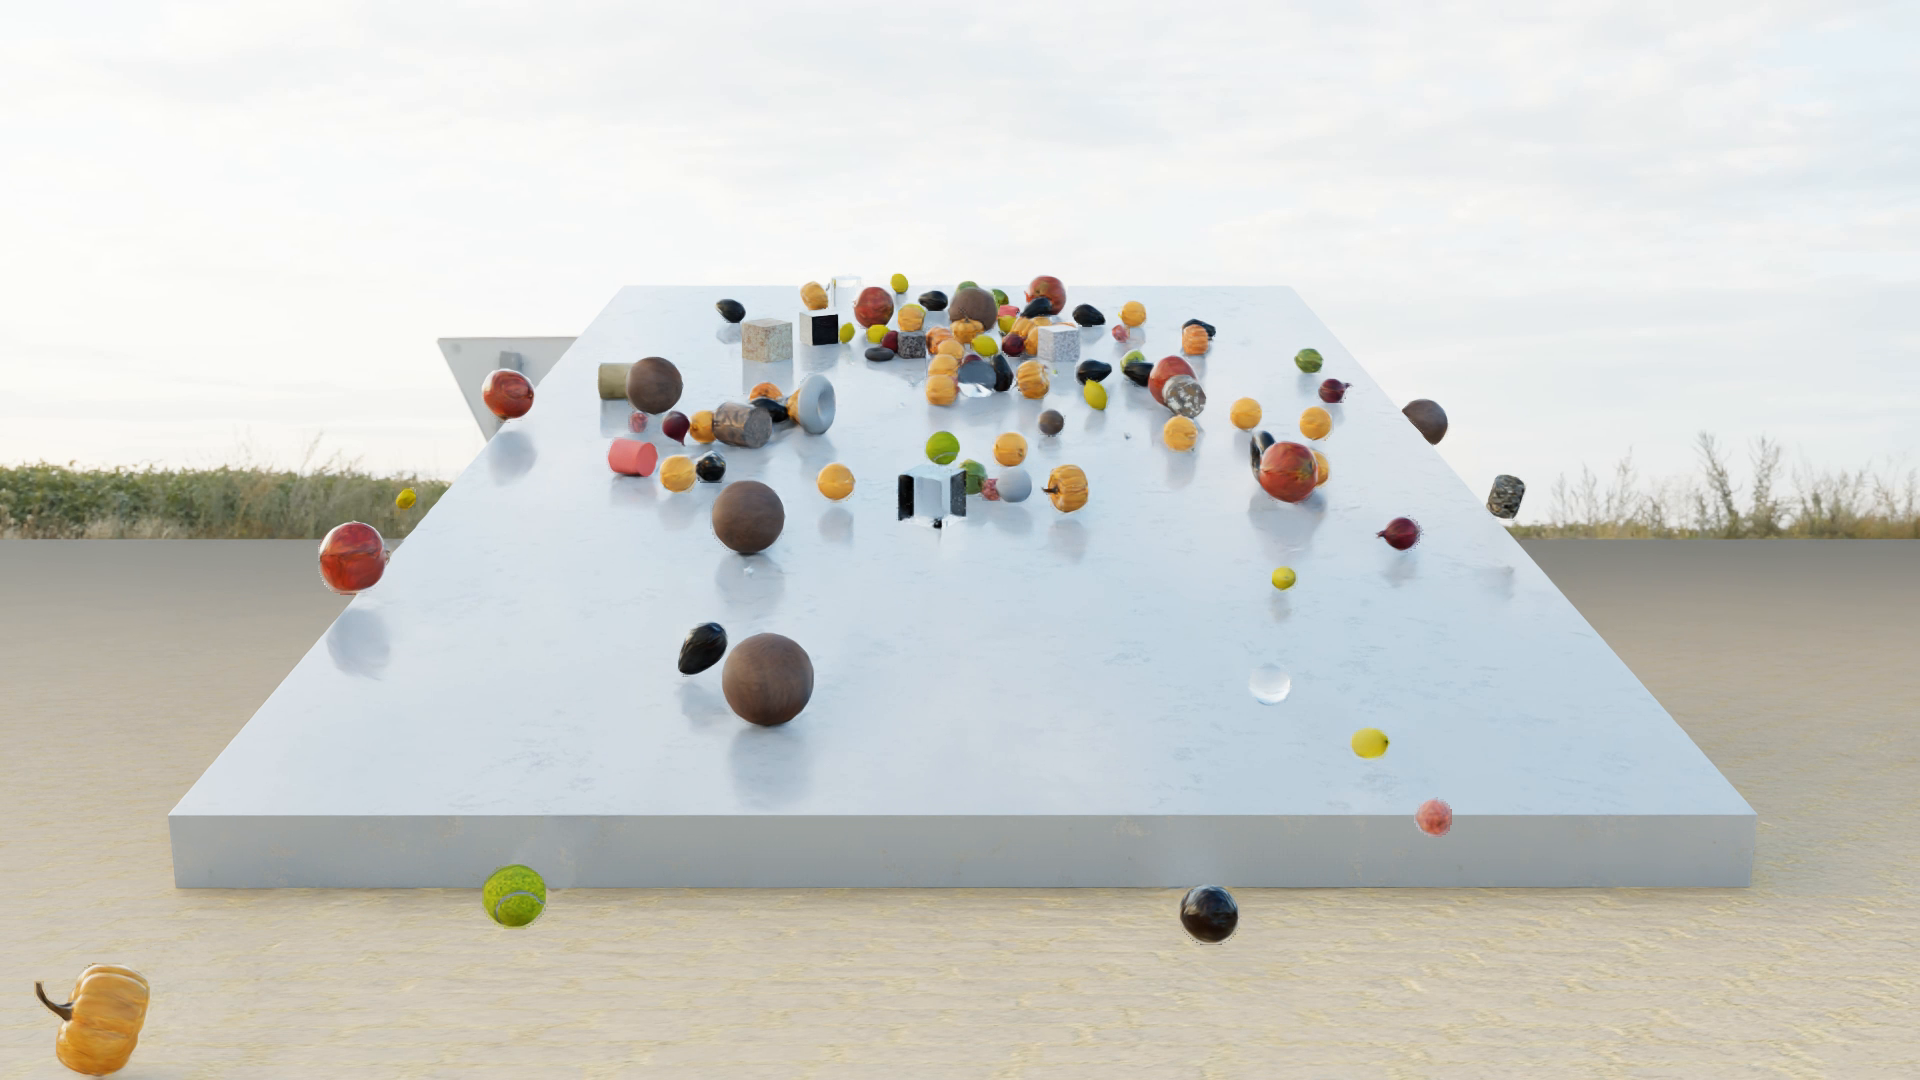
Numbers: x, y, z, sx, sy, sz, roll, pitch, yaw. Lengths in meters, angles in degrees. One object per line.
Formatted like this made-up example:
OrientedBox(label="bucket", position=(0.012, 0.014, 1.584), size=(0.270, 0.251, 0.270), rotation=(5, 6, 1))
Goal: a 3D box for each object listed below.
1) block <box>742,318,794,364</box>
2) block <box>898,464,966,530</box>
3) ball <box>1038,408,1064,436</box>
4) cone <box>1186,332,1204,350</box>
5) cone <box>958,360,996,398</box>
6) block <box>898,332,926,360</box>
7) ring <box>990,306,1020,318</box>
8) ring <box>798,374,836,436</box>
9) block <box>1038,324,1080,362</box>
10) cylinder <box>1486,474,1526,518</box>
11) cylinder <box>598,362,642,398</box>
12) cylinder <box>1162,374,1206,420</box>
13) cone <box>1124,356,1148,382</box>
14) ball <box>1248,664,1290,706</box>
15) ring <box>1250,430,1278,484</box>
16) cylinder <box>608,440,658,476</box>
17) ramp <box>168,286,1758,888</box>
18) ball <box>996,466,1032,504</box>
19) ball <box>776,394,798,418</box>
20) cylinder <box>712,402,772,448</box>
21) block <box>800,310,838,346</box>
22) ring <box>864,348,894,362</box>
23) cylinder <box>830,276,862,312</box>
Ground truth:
OrientedBox(label="block", position=(-0.485, -0.502, 5.552), size=(0.091, 0.091, 0.091), rotation=(-15, 22, -43))
OrientedBox(label="block", position=(-0.050, -0.082, 4.094), size=(0.092, 0.092, 0.092), rotation=(9, 18, 29))
OrientedBox(label="ball", position=(0.196, -0.254, 4.753), size=(0.058, 0.058, 0.058), rotation=(0, 0, 0))
OrientedBox(label="cone", position=(0.594, -0.507, 5.694), size=(0.051, 0.051, 0.051), rotation=(0, -12, -24))
OrientedBox(label="cone", position=(0.040, -0.366, 5.172), size=(0.089, 0.089, 0.089), rotation=(0, -11, 1))
OrientedBox(label="block", position=(-0.122, -0.492, 5.577), size=(0.058, 0.058, 0.058), rotation=(-4, 17, -15))
OrientedBox(label="ring", position=(0.126, -0.631, 6.115), size=(0.083, 0.028, 0.083), rotation=(-1, 16, 0))
OrientedBox(label="ring", position=(-0.308, -0.291, 4.742), size=(0.044, 0.132, 0.132), rotation=(3, 1, 23))
OrientedBox(label="block", position=(0.248, -0.494, 5.551), size=(0.077, 0.077, 0.077), rotation=(-9, 18, -28))
OrientedBox(label="cylinder", position=(0.979, -0.078, 3.960), size=(0.057, 0.057, 0.057), rotation=(7, 37, -5))
OrientedBox(label="cylinder", position=(-0.785, -0.368, 5.096), size=(0.084, 0.084, 0.084), rotation=(0, 0, 2))
OrientedBox(label="cylinder", position=(0.501, -0.321, 4.939), size=(0.085, 0.085, 0.085), rotation=(0, 16, -4))
OrientedBox(label="cone", position=(0.424, -0.412, 5.304), size=(0.057, 0.057, 0.057), rotation=(0, 16, 0))
OrientedBox(label="ball", position=(0.442, 0.206, 3.157), size=(0.060, 0.060, 0.060), rotation=(0, 0, 0))
OrientedBox(label="ring", position=(0.598, -0.162, 4.342), size=(0.036, 0.109, 0.109), rotation=(-6, 1, -10))
OrientedBox(label="cylinder", position=(-0.655, -0.165, 4.419), size=(0.069, 0.069, 0.069), rotation=(8, 4, 28))
OrientedBox(label="ramp", position=(-0.002, -0.161, 4.714), size=(2.000, 0.100, 4.000), rotation=(0, 16, 0))
OrientedBox(label="ball", position=(0.103, -0.104, 4.196), size=(0.070, 0.070, 0.070), rotation=(0, 0, 0))
OrientedBox(label="ball", position=(-0.380, -0.296, 4.901), size=(0.054, 0.054, 0.054), rotation=(0, 0, 0))
OrientedBox(label="cylinder", position=(-0.459, -0.242, 4.654), size=(0.090, 0.090, 0.090), rotation=(12, 7, 35))
OrientedBox(label="block", position=(-0.368, -0.554, 5.757), size=(0.077, 0.077, 0.077), rotation=(-9, 18, -28))
OrientedBox(label="ring", position=(-0.202, -0.466, 5.549), size=(0.075, 0.025, 0.075), rotation=(1, 17, 0))
OrientedBox(label="cylinder", position=(-0.321, -0.696, 6.231), size=(0.088, 0.088, 0.088), rotation=(0, 16, 0))
